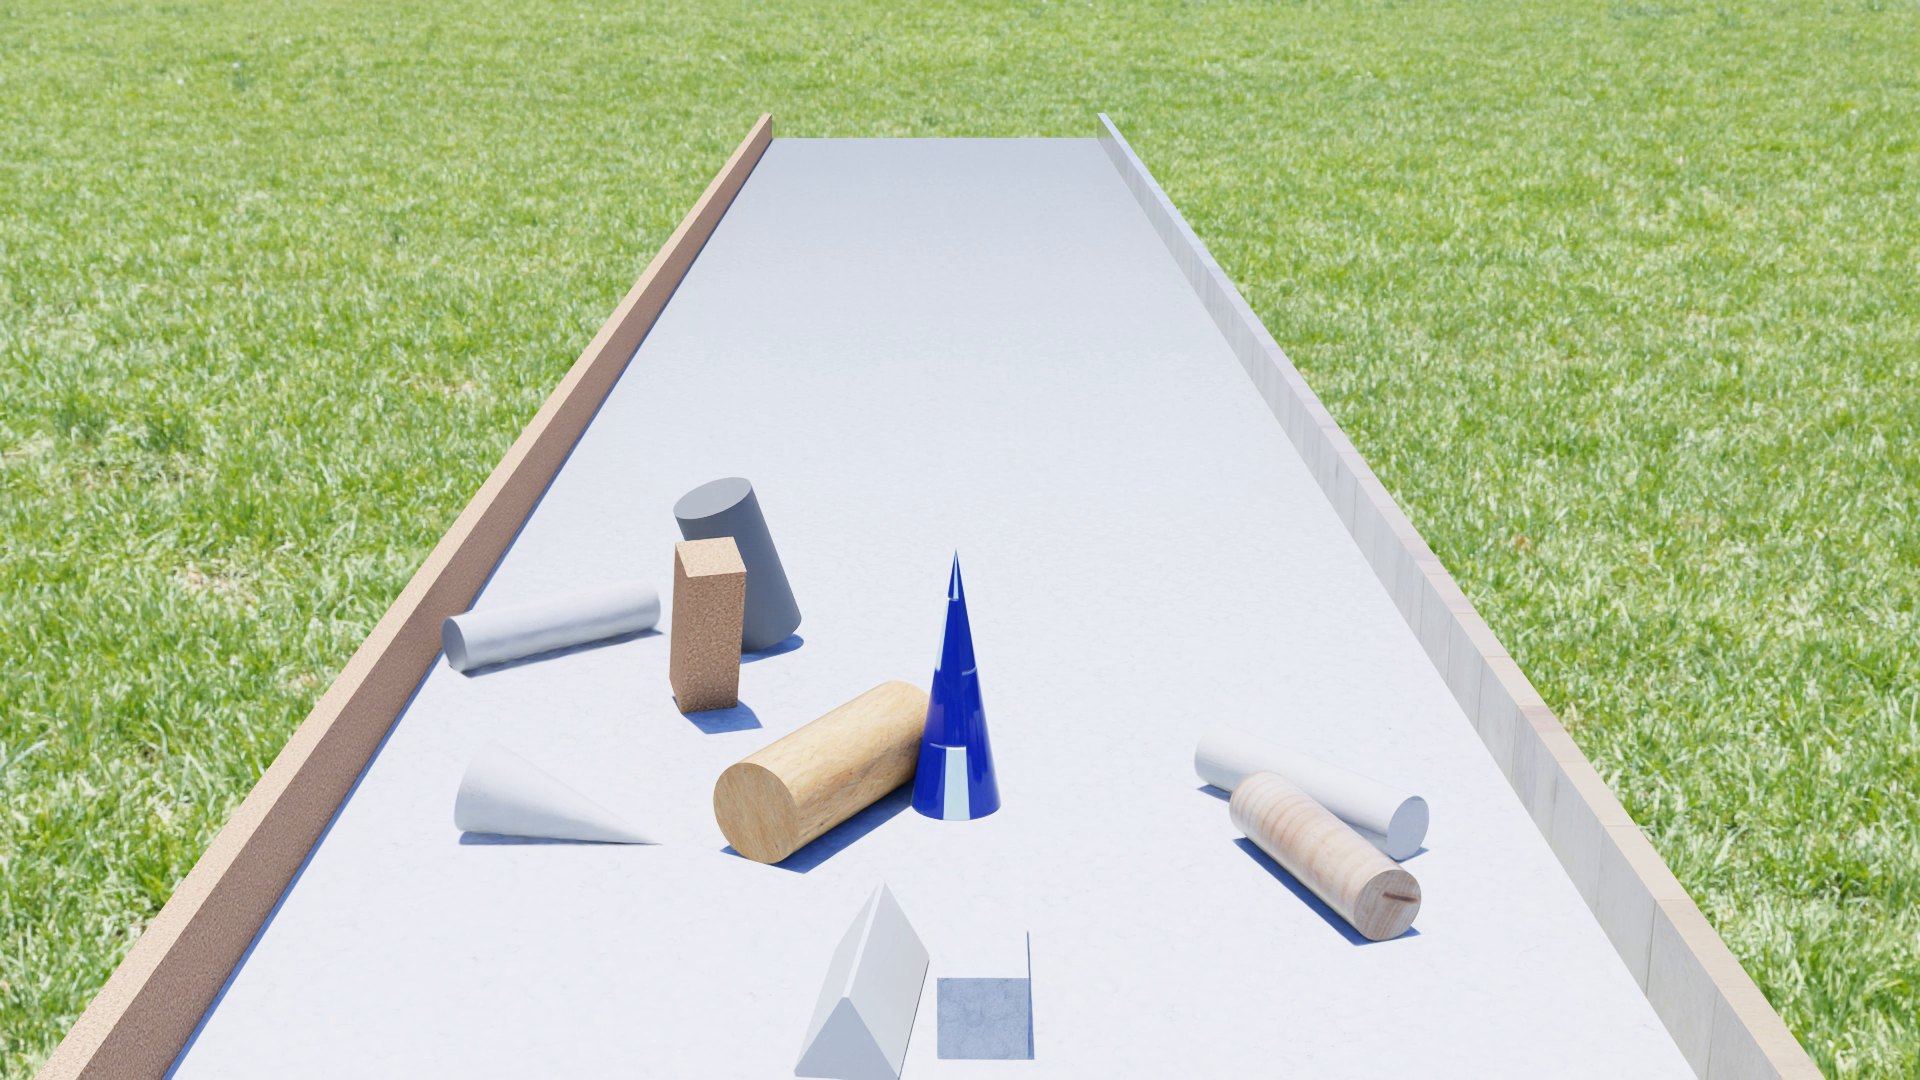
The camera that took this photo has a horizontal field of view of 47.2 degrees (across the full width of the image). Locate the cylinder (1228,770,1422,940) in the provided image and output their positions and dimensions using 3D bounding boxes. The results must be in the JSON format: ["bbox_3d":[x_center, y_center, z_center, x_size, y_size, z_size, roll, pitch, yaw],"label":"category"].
[{"bbox_3d":[0.559,0.482,3.406,0.114,0.114,0.401,-6,18,-19],"label":"cylinder"}]

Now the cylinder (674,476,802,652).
[{"bbox_3d":[-0.448,0.050,4.443,0.165,0.314,0.165,-15,26,8],"label":"cylinder"}]

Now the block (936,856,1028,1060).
[{"bbox_3d":[0.031,0.577,3.076,0.120,0.120,0.376,0,17,0],"label":"block"}]

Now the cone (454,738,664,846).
[{"bbox_3d":[-0.636,0.448,3.586,0.333,0.158,0.158,17,19,8],"label":"cone"}]

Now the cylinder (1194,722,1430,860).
[{"bbox_3d":[0.578,0.413,3.650,0.107,0.107,0.417,-14,21,-39],"label":"cylinder"}]

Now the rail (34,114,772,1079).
[{"bbox_3d":[-1.118,-0.838,7.780,0.050,0.150,12.000,0,17,-1],"label":"rail"}]

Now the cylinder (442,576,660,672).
[{"bbox_3d":[-0.826,0.169,4.468,0.437,0.109,0.109,-12,21,-36],"label":"cylinder"}]

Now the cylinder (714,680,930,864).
[{"bbox_3d":[-0.211,0.379,3.656,0.169,0.169,0.436,10,19,30],"label":"cylinder"}]

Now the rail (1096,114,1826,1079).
[{"bbox_3d":[0.932,-0.844,7.801,0.050,0.150,12.000,0,17,-1],"label":"rail"}]

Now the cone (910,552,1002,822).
[{"bbox_3d":[-0.007,0.228,3.664,0.154,0.454,0.154,0,17,0],"label":"cone"}]

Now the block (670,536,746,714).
[{"bbox_3d":[-0.471,0.160,4.092,0.108,0.322,0.108,-6,37,-18],"label":"block"}]

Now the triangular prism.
[{"bbox_3d":[-0.130,0.595,3.010,0.136,0.117,0.344,2,17,6],"label":"triangular prism"}]
